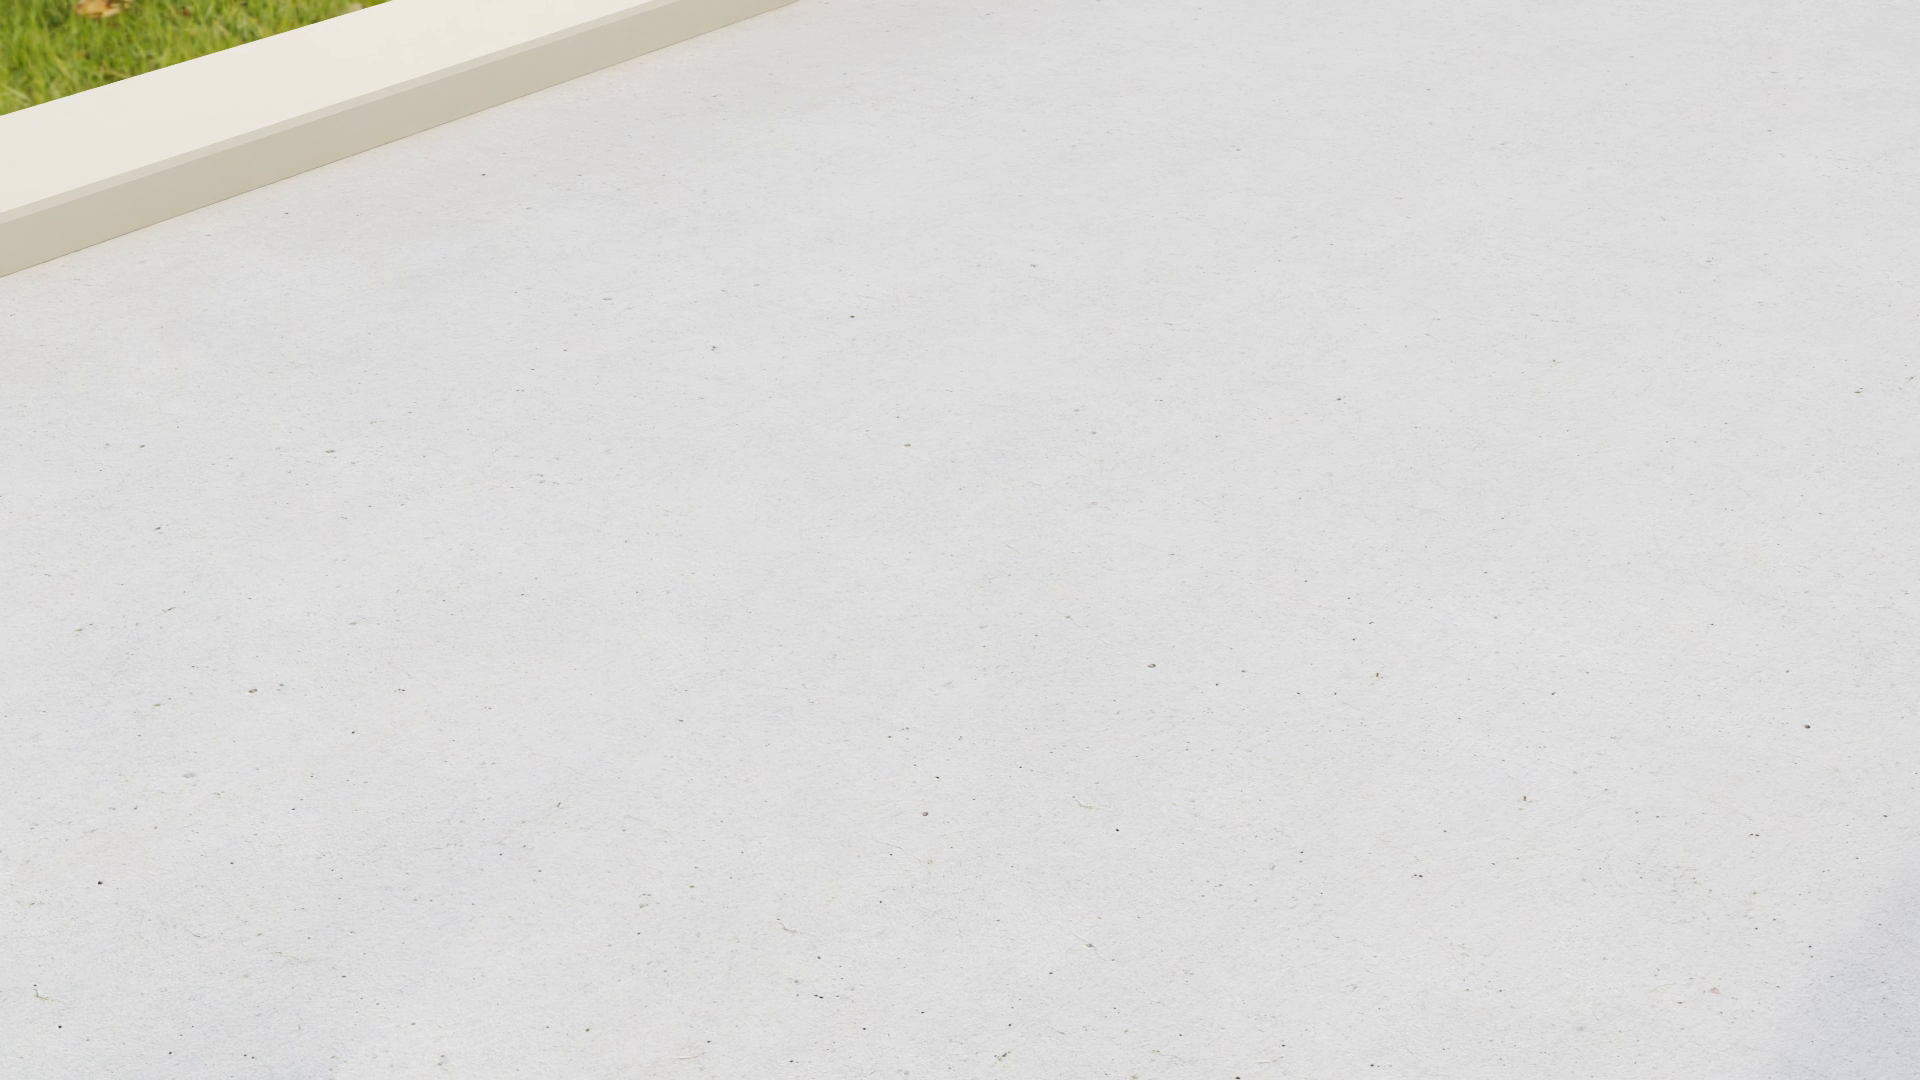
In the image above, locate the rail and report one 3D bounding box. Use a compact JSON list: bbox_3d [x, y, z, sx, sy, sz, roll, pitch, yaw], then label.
[{"bbox_3d":[-0.317,-0.552,2.991,0.045,0.129,3.505,16,29,30],"label":"rail"}]
